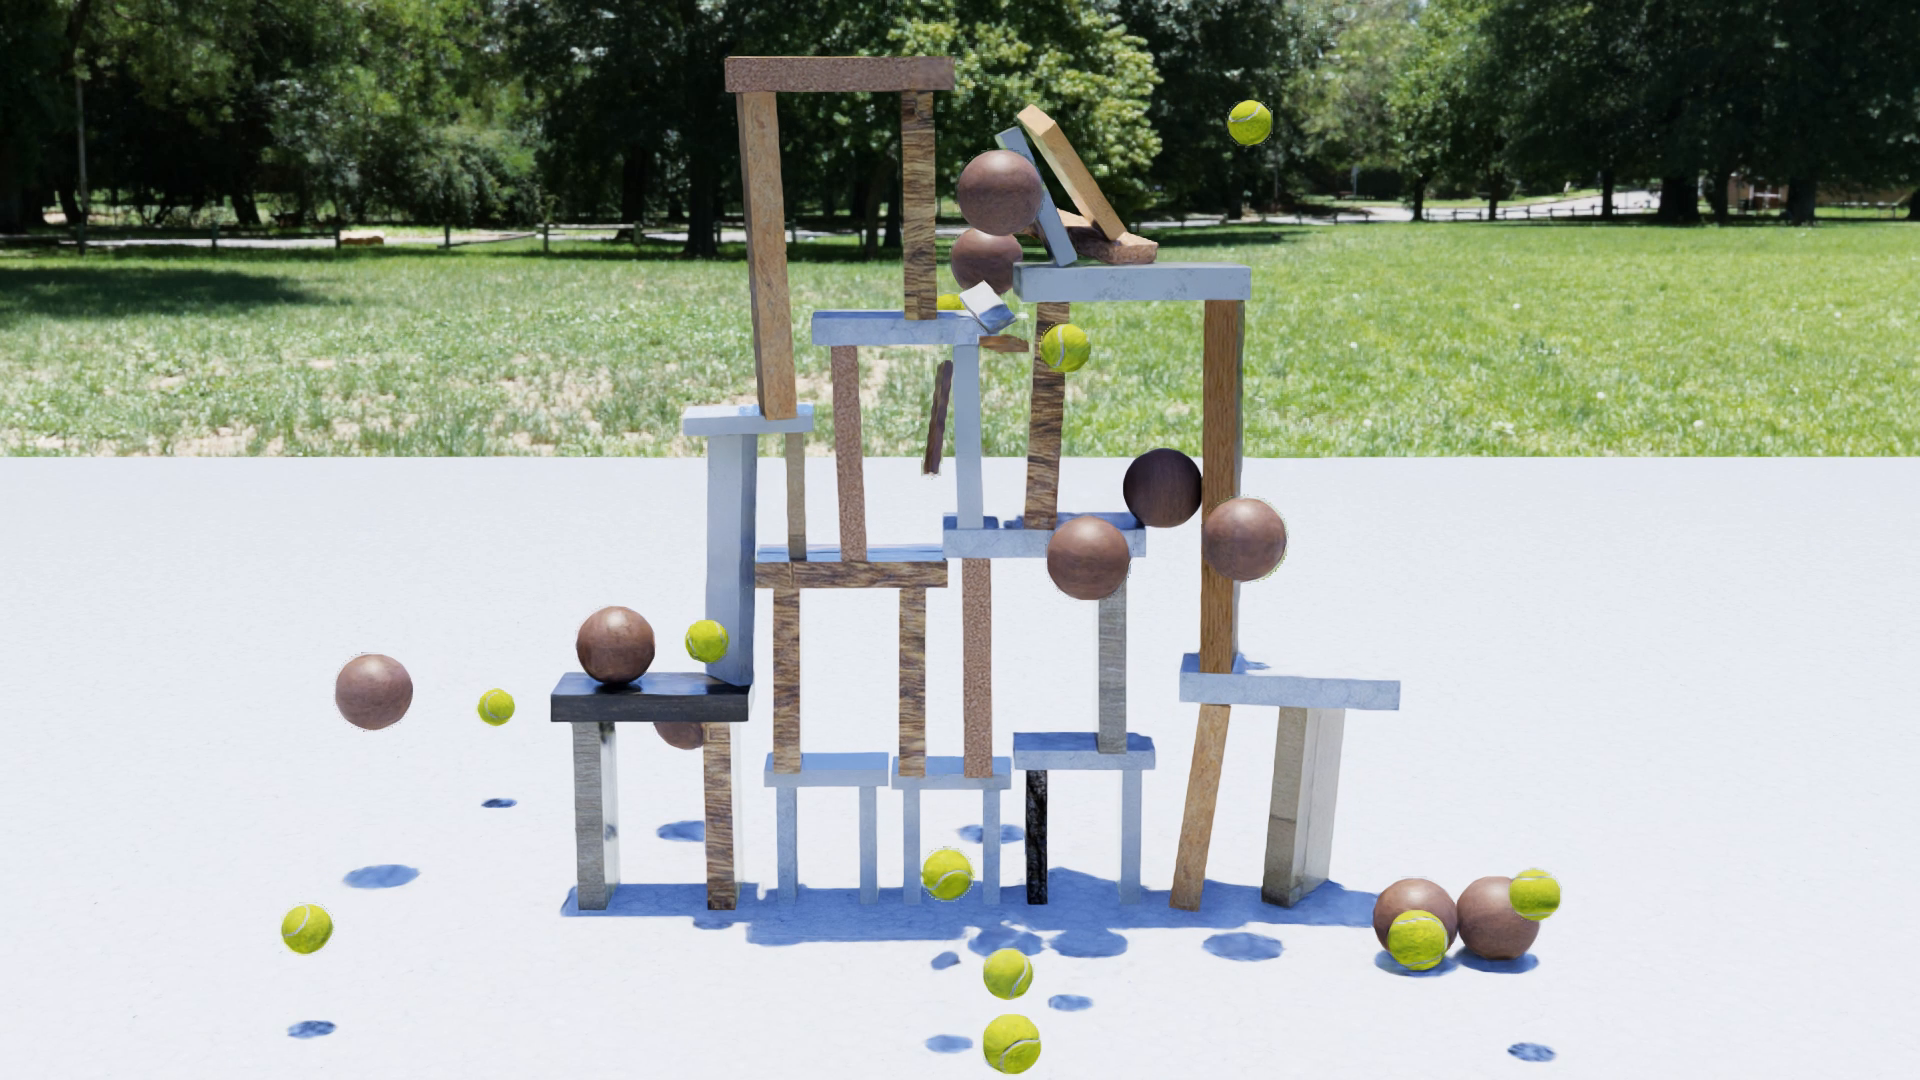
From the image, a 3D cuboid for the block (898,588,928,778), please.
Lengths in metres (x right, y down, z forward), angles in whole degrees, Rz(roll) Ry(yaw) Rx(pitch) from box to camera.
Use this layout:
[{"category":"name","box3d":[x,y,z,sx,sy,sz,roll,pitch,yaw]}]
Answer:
[{"category":"block","box3d":[-0.077,0.216,3.600,0.043,0.312,0.153,0,11,0]}]

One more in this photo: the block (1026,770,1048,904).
[{"category":"block","box3d":[0.127,0.476,3.651,0.033,0.230,0.115,0,11,0]}]

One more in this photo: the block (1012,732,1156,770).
[{"category":"block","box3d":[0.203,0.348,3.628,0.230,0.033,0.115,0,11,0]}]

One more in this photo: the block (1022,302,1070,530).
[{"category":"block","box3d":[0.137,-0.207,3.518,0.050,0.356,0.178,3,10,0]}]

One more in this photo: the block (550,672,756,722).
[{"category":"block","box3d":[-0.500,0.256,3.604,0.317,0.045,0.158,0,11,-1]}]

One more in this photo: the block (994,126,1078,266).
[{"category":"block","box3d":[0.120,-0.541,3.462,0.032,0.223,0.112,-25,11,0]}]

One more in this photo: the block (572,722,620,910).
[{"category":"block","box3d":[-0.601,0.434,3.640,0.045,0.317,0.158,0,11,0]}]

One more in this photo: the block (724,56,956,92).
[{"category":"block","box3d":[-0.183,-0.722,3.397,0.347,0.049,0.174,-1,13,-2]}]

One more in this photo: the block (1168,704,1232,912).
[{"category":"block","box3d":[0.399,0.418,3.633,0.049,0.347,0.174,9,12,7]}]

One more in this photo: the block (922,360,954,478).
[{"category":"block","box3d":[-0.033,-0.181,3.284,0.014,0.170,0.048,9,-6,-13]}]

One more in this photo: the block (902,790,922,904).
[{"category":"block","box3d":[-0.079,0.494,3.648,0.028,0.196,0.098,0,11,0]}]

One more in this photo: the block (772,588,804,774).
[{"category":"block","box3d":[-0.280,0.213,3.592,0.043,0.305,0.153,0,11,-2]}]

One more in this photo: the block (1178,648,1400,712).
[{"category":"block","box3d":[0.535,0.226,3.574,0.347,0.049,0.174,2,10,8]}]

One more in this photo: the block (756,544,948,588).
[{"category":"block","box3d":[-0.175,0.042,3.564,0.305,0.043,0.153,0,11,-3]}]

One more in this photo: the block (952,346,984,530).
[{"category":"block","box3d":[0.013,-0.174,3.524,0.041,0.291,0.145,-2,11,0]}]

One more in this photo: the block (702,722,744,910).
[{"category":"block","box3d":[-0.391,0.434,3.640,0.045,0.317,0.158,0,11,0]}]

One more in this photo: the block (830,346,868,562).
[{"category":"block","box3d":[-0.178,-0.149,3.524,0.041,0.342,0.145,-3,12,-2]}]

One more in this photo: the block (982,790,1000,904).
[{"category":"block","box3d":[0.052,0.494,3.647,0.028,0.196,0.098,0,11,0]}]

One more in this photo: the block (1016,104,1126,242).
[{"category":"block","box3d":[0.176,-0.579,3.474,0.032,0.223,0.112,-38,32,1]}]

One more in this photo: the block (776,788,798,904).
[{"category":"block","box3d":[-0.286,0.491,3.646,0.029,0.203,0.101,0,11,-1]}]

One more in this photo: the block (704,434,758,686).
[{"category":"block","box3d":[-0.374,0.021,3.587,0.029,0.422,0.102,-6,13,-38]}]

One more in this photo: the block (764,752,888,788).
[{"category":"block","box3d":[-0.219,0.378,3.622,0.202,0.029,0.101,0,11,-2]}]

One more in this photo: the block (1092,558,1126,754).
[{"category":"block","box3d":[0.244,0.172,3.596,0.046,0.323,0.162,-1,11,0]}]

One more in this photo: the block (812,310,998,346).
[{"category":"block","box3d":[-0.087,-0.338,3.489,0.291,0.041,0.145,0,12,-2]}]

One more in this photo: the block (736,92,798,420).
[{"category":"block","box3d":[-0.302,-0.447,3.431,0.049,0.497,0.174,-5,14,-8]}]

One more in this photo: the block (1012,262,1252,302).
[{"category":"block","box3d":[0.269,-0.410,3.487,0.356,0.050,0.178,-1,10,-3]}]

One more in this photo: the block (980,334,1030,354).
[{"category":"block","box3d":[0.068,-0.296,3.322,0.048,0.014,0.095,-3,-3,20]}]

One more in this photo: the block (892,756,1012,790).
[{"category":"block","box3d":[-0.014,0.384,3.627,0.196,0.028,0.098,0,11,0]}]

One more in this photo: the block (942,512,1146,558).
[{"category":"block","box3d":[0.134,-0.009,3.561,0.323,0.046,0.162,0,11,0]}]

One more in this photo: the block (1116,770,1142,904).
[{"category":"block","box3d":[0.280,0.477,3.651,0.033,0.229,0.115,0,11,0]}]

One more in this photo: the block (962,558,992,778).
[{"category":"block","box3d":[0.028,0.192,3.597,0.046,0.361,0.162,-1,11,0]}]

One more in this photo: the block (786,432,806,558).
[{"category":"block","box3d":[-0.263,-0.080,3.534,0.029,0.204,0.102,-1,12,-4]}]

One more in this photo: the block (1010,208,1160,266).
[{"category":"block","box3d":[0.202,-0.495,3.580,0.223,0.032,0.112,26,25,38]}]

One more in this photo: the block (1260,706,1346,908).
[{"category":"block","box3d":[0.571,0.416,3.644,0.049,0.347,0.174,11,14,30]}]

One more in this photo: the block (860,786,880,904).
[{"category":"block","box3d":[-0.150,0.491,3.647,0.029,0.203,0.101,0,11,0]}]

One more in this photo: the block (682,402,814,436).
[{"category":"block","box3d":[-0.335,-0.192,3.503,0.204,0.029,0.102,-2,13,-3]}]

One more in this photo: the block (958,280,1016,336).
[{"category":"block","box3d":[0.043,-0.360,3.409,0.048,0.014,0.095,-30,52,-10]}]

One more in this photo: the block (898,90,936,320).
[{"category":"block","box3d":[-0.067,-0.529,3.444,0.049,0.347,0.174,-1,13,-3]}]

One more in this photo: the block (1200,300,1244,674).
[{"category":"block","box3d":[0.422,-0.094,3.536,0.050,0.591,0.178,2,10,11]}]
